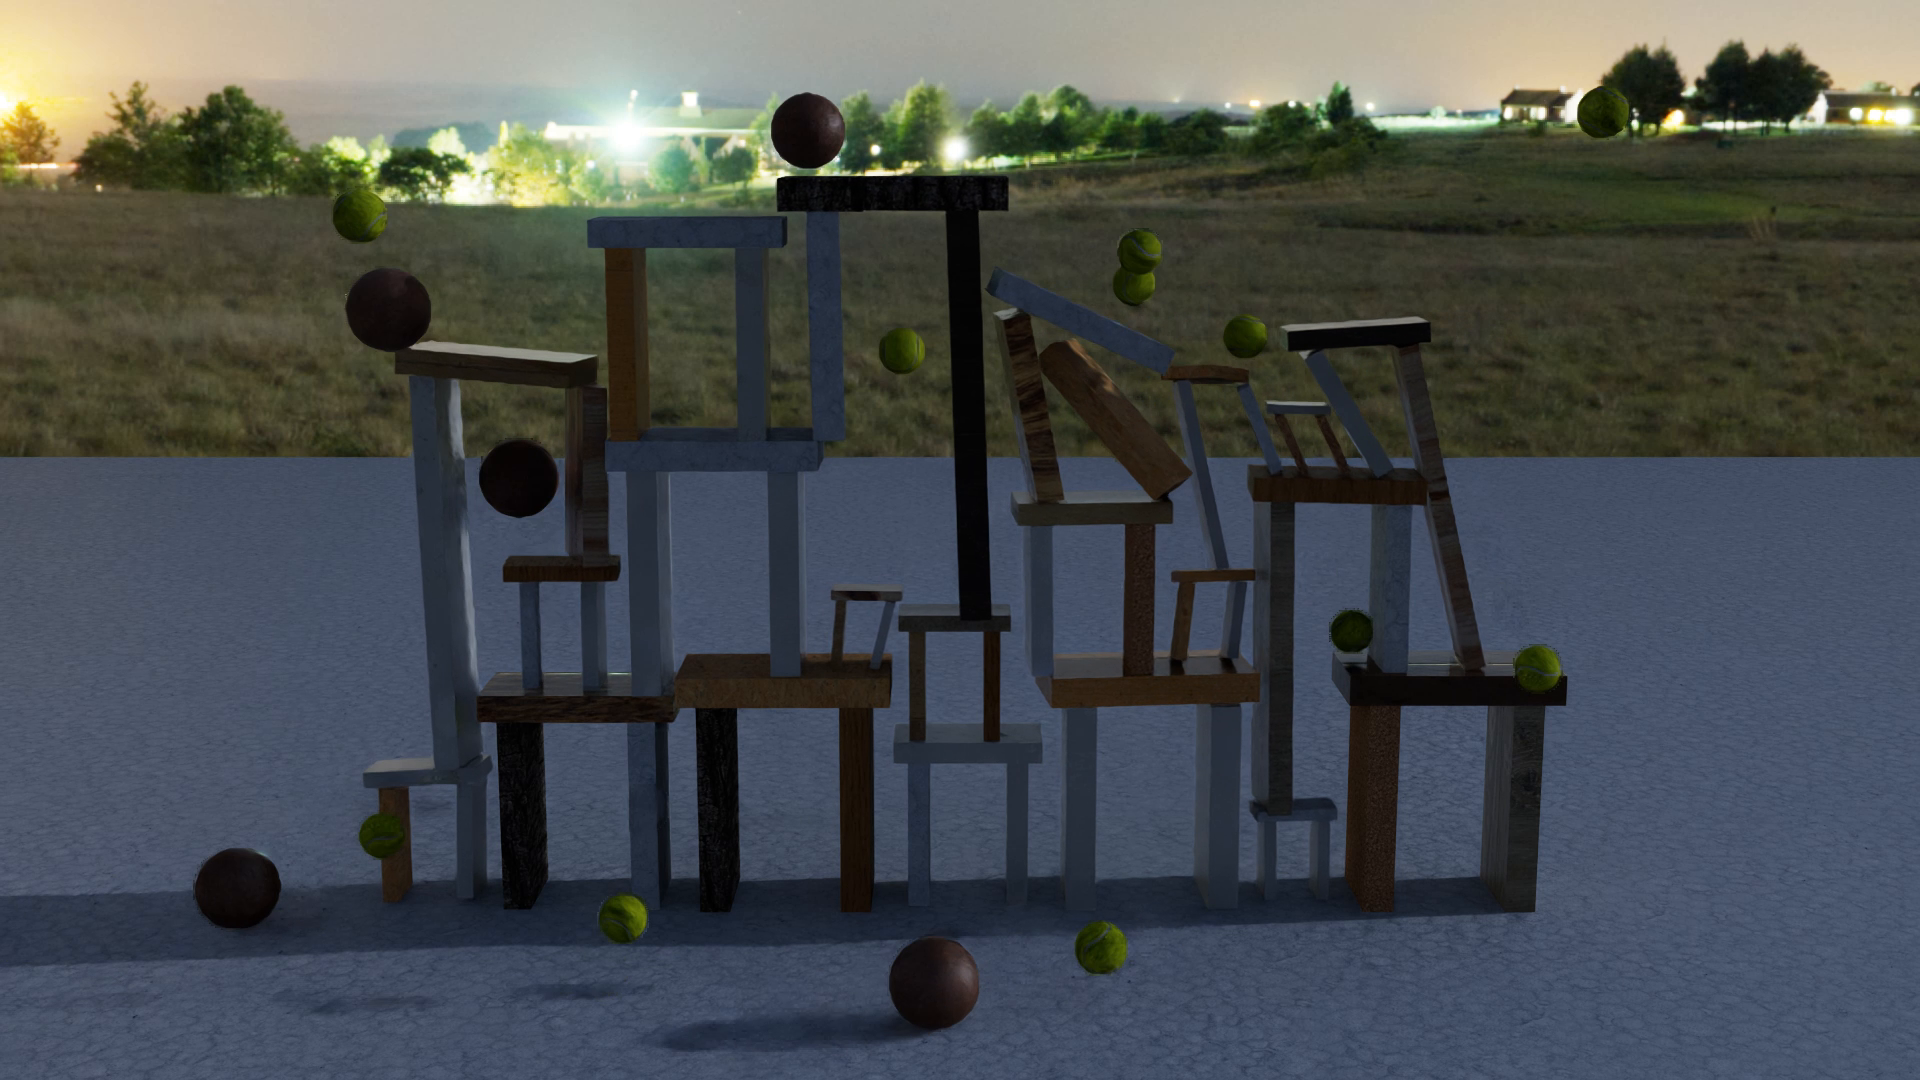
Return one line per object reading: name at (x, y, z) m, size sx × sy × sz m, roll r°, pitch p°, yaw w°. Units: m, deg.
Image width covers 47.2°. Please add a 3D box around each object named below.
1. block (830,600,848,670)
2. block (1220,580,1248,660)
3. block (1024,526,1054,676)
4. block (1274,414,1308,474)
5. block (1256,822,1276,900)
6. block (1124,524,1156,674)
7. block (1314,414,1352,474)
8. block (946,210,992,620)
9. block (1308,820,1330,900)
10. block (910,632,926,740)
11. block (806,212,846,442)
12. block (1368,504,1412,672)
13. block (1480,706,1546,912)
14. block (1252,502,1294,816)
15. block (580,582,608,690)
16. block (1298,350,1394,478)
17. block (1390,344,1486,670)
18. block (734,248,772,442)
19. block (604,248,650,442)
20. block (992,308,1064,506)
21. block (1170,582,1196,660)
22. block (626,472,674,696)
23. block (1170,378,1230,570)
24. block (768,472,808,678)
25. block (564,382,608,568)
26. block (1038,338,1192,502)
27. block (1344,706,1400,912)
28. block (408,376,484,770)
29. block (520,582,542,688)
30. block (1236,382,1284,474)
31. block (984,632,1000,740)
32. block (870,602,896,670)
block at (-0.197, 0.148, 3.588) m, size 0.016 × 0.114 × 0.057 m, roll 5°, pitch 11°, yaw 0°
block at (0.451, 0.131, 3.627) m, size 0.018 × 0.127 × 0.063 m, roll 7°, pitch -1°, yaw -4°
block at (0.127, 0.087, 3.572) m, size 0.035 × 0.247 × 0.123 m, roll -2°, pitch 11°, yaw -3°
block at (0.534, -0.158, 3.543) m, size 0.014 × 0.101 × 0.050 m, roll -24°, pitch 7°, yaw 8°
block at (0.509, 0.524, 3.656) m, size 0.019 × 0.133 × 0.067 m, roll -1°, pitch 9°, yaw -4°
block at (0.292, 0.084, 3.584) m, size 0.035 × 0.247 × 0.123 m, roll -1°, pitch 11°, yaw -2°
block at (0.600, -0.156, 3.538) m, size 0.014 × 0.101 × 0.050 m, roll -25°, pitch 7°, yaw 8°
block at (0.014, -0.205, 3.529) m, size 0.050 × 0.644 × 0.178 m, roll -2°, pitch 10°, yaw 0°
block at (0.598, 0.523, 3.657) m, size 0.019 × 0.133 × 0.067 m, roll -1°, pitch 9°, yaw -3°
block at (-0.069, 0.228, 3.603) m, size 0.026 × 0.182 × 0.091 m, roll 0°, pitch 10°, yaw 0°
block at (-0.214, -0.346, 3.500) m, size 0.050 × 0.356 × 0.178 m, roll -2°, pitch 10°, yaw -4°
block at (0.698, 0.067, 3.572) m, size 0.039 × 0.273 × 0.136 m, roll -1°, pitch 10°, yaw 0°
block at (0.912, 0.420, 3.636) m, size 0.049 × 0.347 × 0.173 m, roll 0°, pitch 11°, yaw 0°
block at (0.513, 0.183, 3.608) m, size 0.039 × 0.516 × 0.136 m, roll -1°, pitch 9°, yaw -4°
block at (-0.597, 0.147, 3.588) m, size 0.026 × 0.181 × 0.090 m, roll 0°, pitch 10°, yaw 0°
block at (0.620, -0.209, 3.531) m, size 0.032 × 0.223 × 0.112 m, roll -32°, pitch 7°, yaw 9°
block at (0.771, -0.059, 3.553) m, size 0.032 × 0.535 × 0.112 m, roll -13°, pitch 10°, yaw 6°
block at (-0.328, -0.316, 3.493) m, size 0.043 × 0.301 × 0.150 m, roll 0°, pitch 11°, yaw -1°
block at (-0.527, -0.316, 3.493) m, size 0.043 × 0.301 × 0.150 m, roll 0°, pitch 11°, yaw 0°
block at (0.109, -0.215, 3.510) m, size 0.042 × 0.297 × 0.148 m, roll -12°, pitch 11°, yaw -3°
block at (0.366, 0.133, 3.617) m, size 0.018 × 0.127 × 0.063 m, roll 7°, pitch -1°, yaw -3°
block at (-0.502, 0.056, 3.573) m, size 0.047 × 0.366 × 0.167 m, roll 0°, pitch 11°, yaw 0°
block at (0.395, -0.106, 3.623) m, size 0.020 × 0.316 × 0.072 m, roll -12°, pitch 0°, yaw -3°
block at (-0.279, 0.040, 3.571) m, size 0.047 × 0.334 × 0.167 m, roll 0°, pitch 11°, yaw 0°
block at (-0.603, -0.110, 3.549) m, size 0.041 × 0.286 × 0.143 m, roll -2°, pitch 11°, yaw -21°
block at (0.249, -0.197, 3.558) m, size 0.042 × 0.297 × 0.149 m, roll -42°, pitch -6°, yaw 19°
block at (0.681, 0.420, 3.636) m, size 0.049 × 0.347 × 0.173 m, roll 0°, pitch 11°, yaw 0°
block at (-0.840, 0.048, 3.602) m, size 0.041 × 0.637 × 0.143 m, roll -2°, pitch 6°, yaw 3°
block at (-0.704, 0.144, 3.606) m, size 0.026 × 0.181 × 0.090 m, roll -1°, pitch 11°, yaw -7°
block at (0.482, -0.181, 3.541) m, size 0.020 × 0.143 × 0.072 m, roll -22°, pitch 7°, yaw 7°
block at (0.052, 0.228, 3.603) m, size 0.026 × 0.182 × 0.091 m, roll 0°, pitch 10°, yaw 0°
block at (-0.125, 0.150, 3.582) m, size 0.016 × 0.114 × 0.057 m, roll 14°, pitch 10°, yaw -2°
